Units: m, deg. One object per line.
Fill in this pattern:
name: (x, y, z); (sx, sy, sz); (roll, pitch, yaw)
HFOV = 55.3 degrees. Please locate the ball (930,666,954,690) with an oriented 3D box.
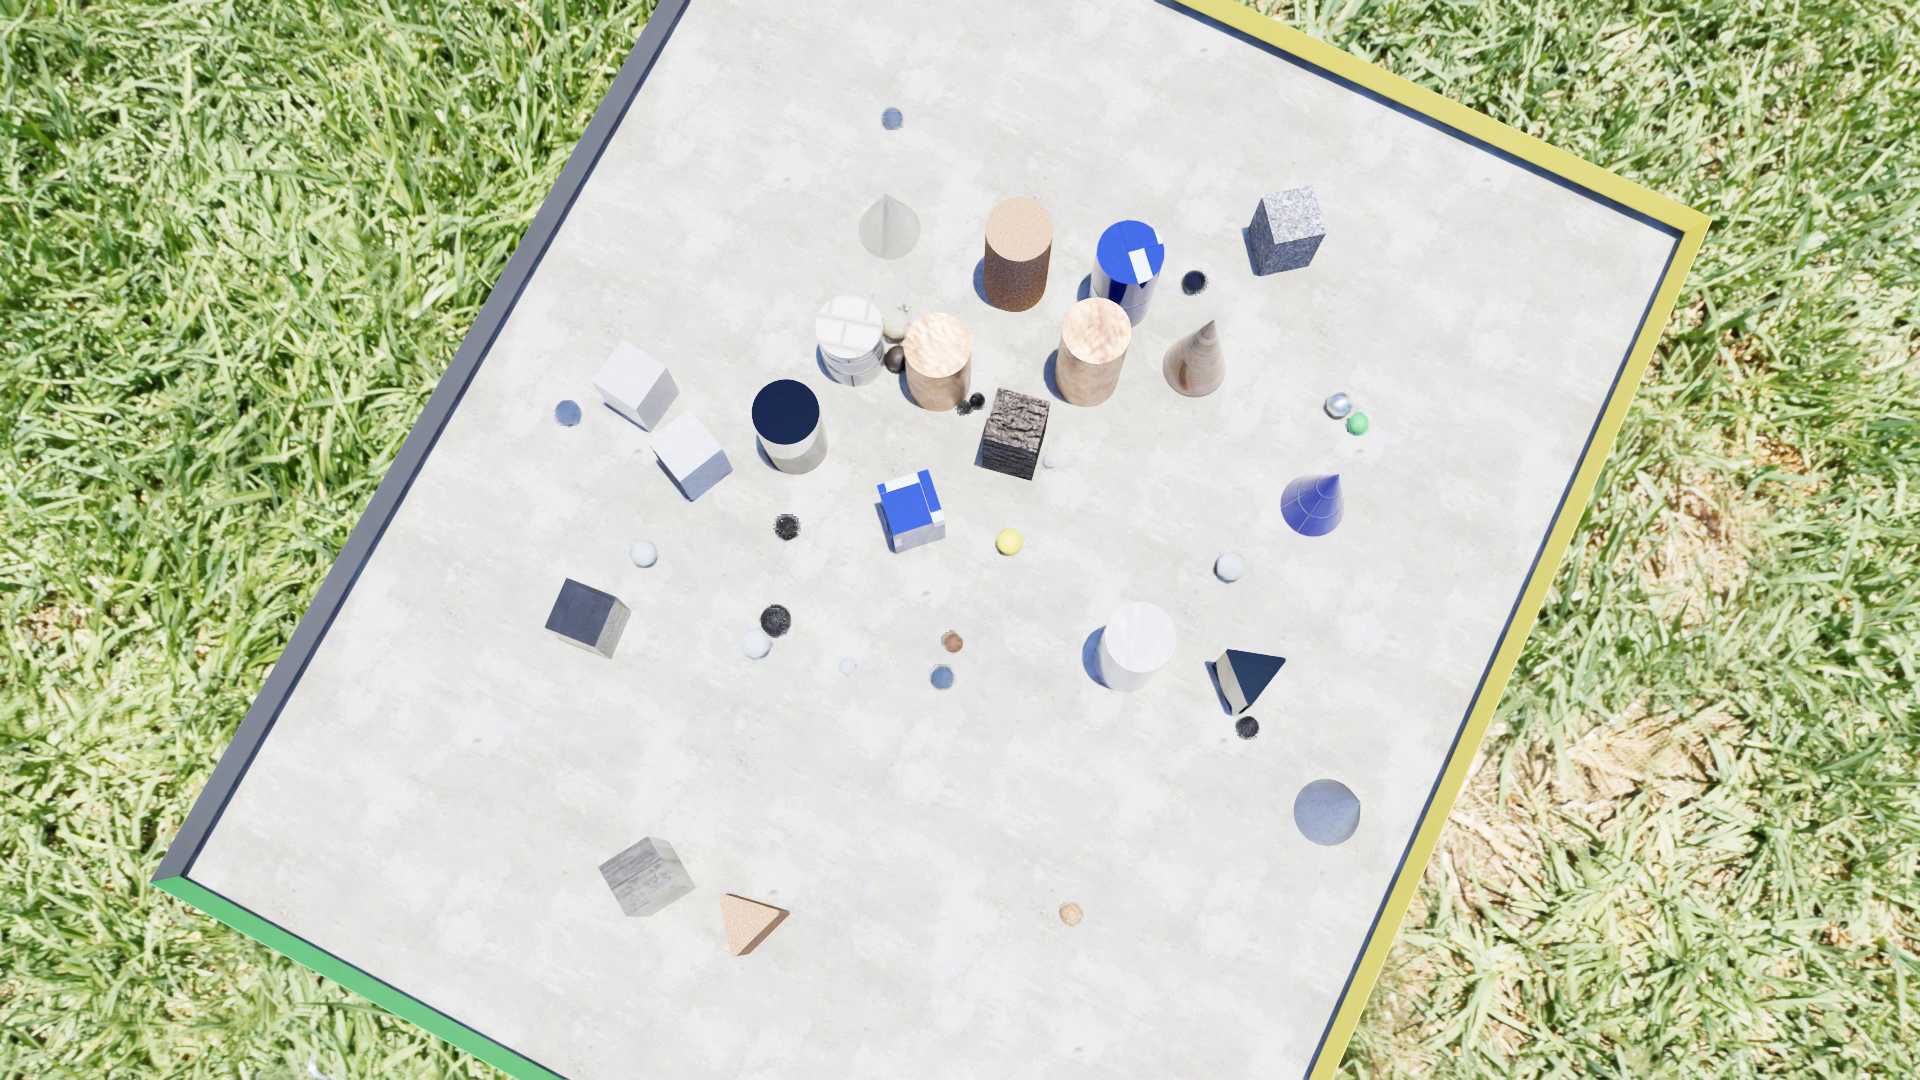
ball: (-0.052, 0.414, 5.493); (0.074, 0.074, 0.074); (0, 78, 0)

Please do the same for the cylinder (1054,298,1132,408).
cylinder: (0.394, -0.556, 5.497); (0.199, 0.460, 0.199); (0, 78, 0)

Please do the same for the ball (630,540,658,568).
ball: (-0.961, 0.041, 5.566); (0.083, 0.083, 0.083); (0, 78, 0)

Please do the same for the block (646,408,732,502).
block: (-0.811, -0.253, 5.530); (0.159, 0.272, 0.159); (-39, 81, -7)

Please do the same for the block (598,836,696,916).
block: (-0.887, 0.962, 5.222); (0.159, 0.382, 0.159); (-31, 80, -6)

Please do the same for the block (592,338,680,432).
block: (-0.983, -0.466, 5.576); (0.159, 0.268, 0.159); (33, 80, 6)

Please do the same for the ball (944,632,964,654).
ball: (-0.020, 0.310, 5.521); (0.061, 0.061, 0.061); (0, 78, 0)

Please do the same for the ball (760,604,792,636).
ball: (-0.555, 0.241, 5.518); (0.095, 0.095, 0.095); (0, 78, 0)

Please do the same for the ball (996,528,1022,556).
ball: (0.151, 0.006, 5.574); (0.081, 0.081, 0.081); (0, 78, 0)

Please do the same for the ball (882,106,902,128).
ball: (-0.217, -1.351, 5.861); (0.068, 0.068, 0.068); (0, 78, 0)

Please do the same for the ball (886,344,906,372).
ball: (-0.191, -0.565, 5.692); (0.082, 0.082, 0.082); (0, 78, 0)

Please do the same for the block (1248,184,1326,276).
block: (1.008, -0.953, 5.668); (0.159, 0.286, 0.159); (-12, 79, -2)

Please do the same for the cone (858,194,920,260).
cone: (-0.224, -1.014, 5.673); (0.199, 0.300, 0.199); (0, 78, 0)

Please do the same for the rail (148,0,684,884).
rail: (-1.444, -0.700, 5.695); (0.045, 0.129, 3.908); (26, 80, 5)

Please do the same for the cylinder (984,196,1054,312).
cylinder: (0.173, -0.859, 5.561); (0.199, 0.458, 0.199); (0, 78, 0)

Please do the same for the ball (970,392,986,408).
ball: (0.054, -0.433, 5.681); (0.050, 0.050, 0.050); (0, 78, 0)

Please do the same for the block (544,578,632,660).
block: (-1.100, 0.235, 5.436); (0.159, 0.258, 0.159); (21, 79, 4)

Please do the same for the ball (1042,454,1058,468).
ball: (0.277, -0.245, 5.645); (0.044, 0.044, 0.044); (0, 78, 0)

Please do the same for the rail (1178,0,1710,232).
rail: (0.863, -1.684, 5.898); (3.276, 0.129, 0.045); (26, 80, 5)

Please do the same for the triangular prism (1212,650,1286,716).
triangular prism: (0.820, 0.390, 5.383); (0.149, 0.298, 0.172); (38, 81, 7)

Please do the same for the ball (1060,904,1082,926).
ball: (0.326, 1.095, 5.357); (0.065, 0.065, 0.065); (0, 78, 0)

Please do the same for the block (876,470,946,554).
block: (-0.144, -0.083, 5.495); (0.159, 0.273, 0.159); (-18, 79, -4)

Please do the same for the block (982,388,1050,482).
block: (0.166, -0.313, 5.500); (0.159, 0.356, 0.159); (15, 79, 3)

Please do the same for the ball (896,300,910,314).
ball: (-0.178, -0.728, 5.744); (0.045, 0.045, 0.045); (0, 78, 0)

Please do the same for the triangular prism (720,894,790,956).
triangular prism: (-0.613, 1.067, 5.224); (0.172, 0.337, 0.149); (-43, 81, -8)

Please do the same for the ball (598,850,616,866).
ball: (-1.037, 0.940, 5.392); (0.059, 0.059, 0.059); (0, 78, 0)

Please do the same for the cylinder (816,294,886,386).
cylinder: (-0.330, -0.605, 5.589); (0.199, 0.298, 0.199); (0, 78, 0)

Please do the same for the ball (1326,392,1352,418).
ball: (1.173, -0.419, 5.664); (0.078, 0.078, 0.078); (0, 78, 0)

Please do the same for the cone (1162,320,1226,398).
cone: (0.732, -0.588, 5.498); (0.199, 0.471, 0.199); (0, 78, 0)

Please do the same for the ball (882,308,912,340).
ball: (-0.201, -0.670, 5.705); (0.099, 0.099, 0.099); (0, 78, 0)

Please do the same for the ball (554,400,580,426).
ball: (-1.211, -0.395, 5.658); (0.079, 0.079, 0.079); (0, 78, 0)

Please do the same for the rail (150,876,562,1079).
rail: (-0.863, 1.698, 5.198); (3.276, 0.129, 0.045); (26, 80, 5)

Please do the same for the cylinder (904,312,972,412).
cylinder: (-0.066, -0.533, 5.538); (0.199, 0.370, 0.199); (0, 78, 0)

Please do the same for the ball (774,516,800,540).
ball: (-0.527, -0.036, 5.586); (0.074, 0.074, 0.074); (0, 78, 0)

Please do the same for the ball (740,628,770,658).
ball: (-0.615, 0.310, 5.506); (0.090, 0.090, 0.090); (0, 78, 0)

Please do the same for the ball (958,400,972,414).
ball: (0.014, -0.412, 5.681); (0.041, 0.041, 0.041); (0, 78, 0)

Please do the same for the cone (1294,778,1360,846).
cone: (1.091, 0.762, 5.218); (0.199, 0.472, 0.199); (0, 78, 0)

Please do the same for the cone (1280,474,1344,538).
cone: (1.084, -0.147, 5.439); (0.199, 0.407, 0.199); (0, 78, 0)

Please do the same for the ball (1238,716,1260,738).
ball: (0.861, 0.558, 5.467); (0.066, 0.066, 0.066); (0, 78, 0)

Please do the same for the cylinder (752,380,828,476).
cylinder: (-0.506, -0.335, 5.499); (0.199, 0.367, 0.199); (0, 78, 0)

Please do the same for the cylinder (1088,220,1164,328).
cylinder: (0.499, -0.798, 5.563); (0.199, 0.429, 0.199); (0, 78, 0)

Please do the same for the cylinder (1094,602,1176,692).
cylinder: (0.502, 0.316, 5.314); (0.199, 0.464, 0.199); (0, 78, 0)

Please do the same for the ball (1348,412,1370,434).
ball: (1.232, -0.360, 5.657); (0.066, 0.066, 0.066); (0, 78, 0)

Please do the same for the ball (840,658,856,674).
ball: (-0.338, 0.379, 5.512); (0.051, 0.051, 0.051); (0, 78, 0)

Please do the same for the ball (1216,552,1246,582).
ball: (0.821, 0.081, 5.555); (0.089, 0.089, 0.089); (0, 78, 0)

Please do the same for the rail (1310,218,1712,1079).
rail: (1.444, 0.714, 5.402); (0.045, 0.129, 3.908); (26, 80, 5)

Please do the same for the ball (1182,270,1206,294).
ball: (0.735, -0.811, 5.747); (0.074, 0.074, 0.074); (0, 78, 0)
